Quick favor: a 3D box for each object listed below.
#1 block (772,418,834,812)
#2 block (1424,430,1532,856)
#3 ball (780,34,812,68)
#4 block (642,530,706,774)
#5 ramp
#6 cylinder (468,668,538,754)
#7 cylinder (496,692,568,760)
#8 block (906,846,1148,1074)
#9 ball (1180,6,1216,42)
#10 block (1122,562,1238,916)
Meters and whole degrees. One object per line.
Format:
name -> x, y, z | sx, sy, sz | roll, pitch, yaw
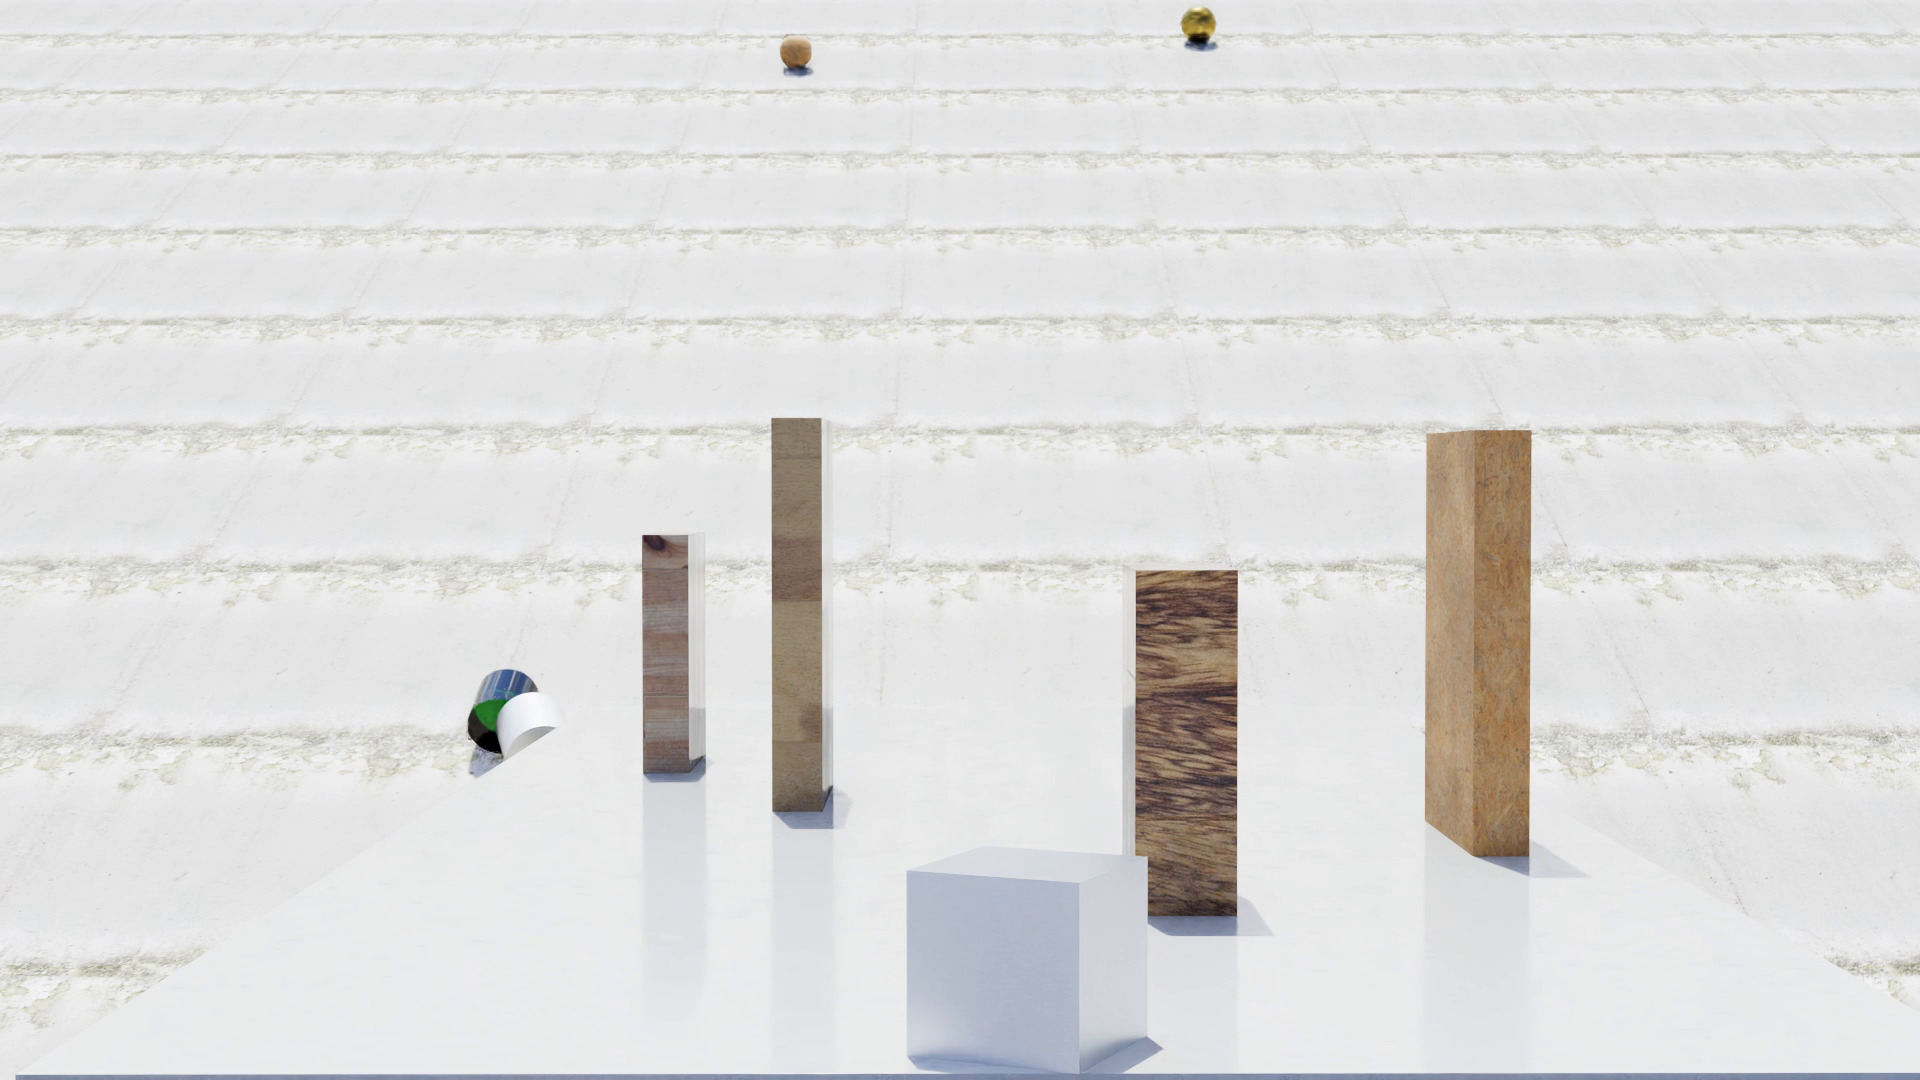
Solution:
block -> -0.287, 0.127, 4.731 | 0.089, 0.693, 0.399 | 0, 2, 0
block -> 0.841, 0.155, 4.206 | 0.088, 0.662, 0.413 | 0, 2, 0
ball -> -0.786, -2.339, 12.351 | 0.157, 0.157, 0.157 | 0, 26, 0
block -> -0.584, 0.222, 5.285 | 0.092, 0.474, 0.343 | 0, 2, 0
ramp -> 0.058, 0.528, 4.565 | 2.000, 0.100, 4.000 | 0, 2, 0
cylinder -> -1.163, 0.435, 6.569 | 0.158, 0.158, 0.158 | 0, 26, 1
cylinder -> -1.055, 0.498, 6.417 | 0.177, 0.177, 0.177 | -8, 27, -16
block -> 0.072, 0.432, 2.685 | 0.191, 0.191, 0.191 | 1, 2, 25
ball -> 1.183, -2.559, 12.783 | 0.179, 0.179, 0.179 | 0, 26, 0
block -> 0.304, 0.270, 3.601 | 0.138, 0.466, 0.272 | 0, 2, 0
